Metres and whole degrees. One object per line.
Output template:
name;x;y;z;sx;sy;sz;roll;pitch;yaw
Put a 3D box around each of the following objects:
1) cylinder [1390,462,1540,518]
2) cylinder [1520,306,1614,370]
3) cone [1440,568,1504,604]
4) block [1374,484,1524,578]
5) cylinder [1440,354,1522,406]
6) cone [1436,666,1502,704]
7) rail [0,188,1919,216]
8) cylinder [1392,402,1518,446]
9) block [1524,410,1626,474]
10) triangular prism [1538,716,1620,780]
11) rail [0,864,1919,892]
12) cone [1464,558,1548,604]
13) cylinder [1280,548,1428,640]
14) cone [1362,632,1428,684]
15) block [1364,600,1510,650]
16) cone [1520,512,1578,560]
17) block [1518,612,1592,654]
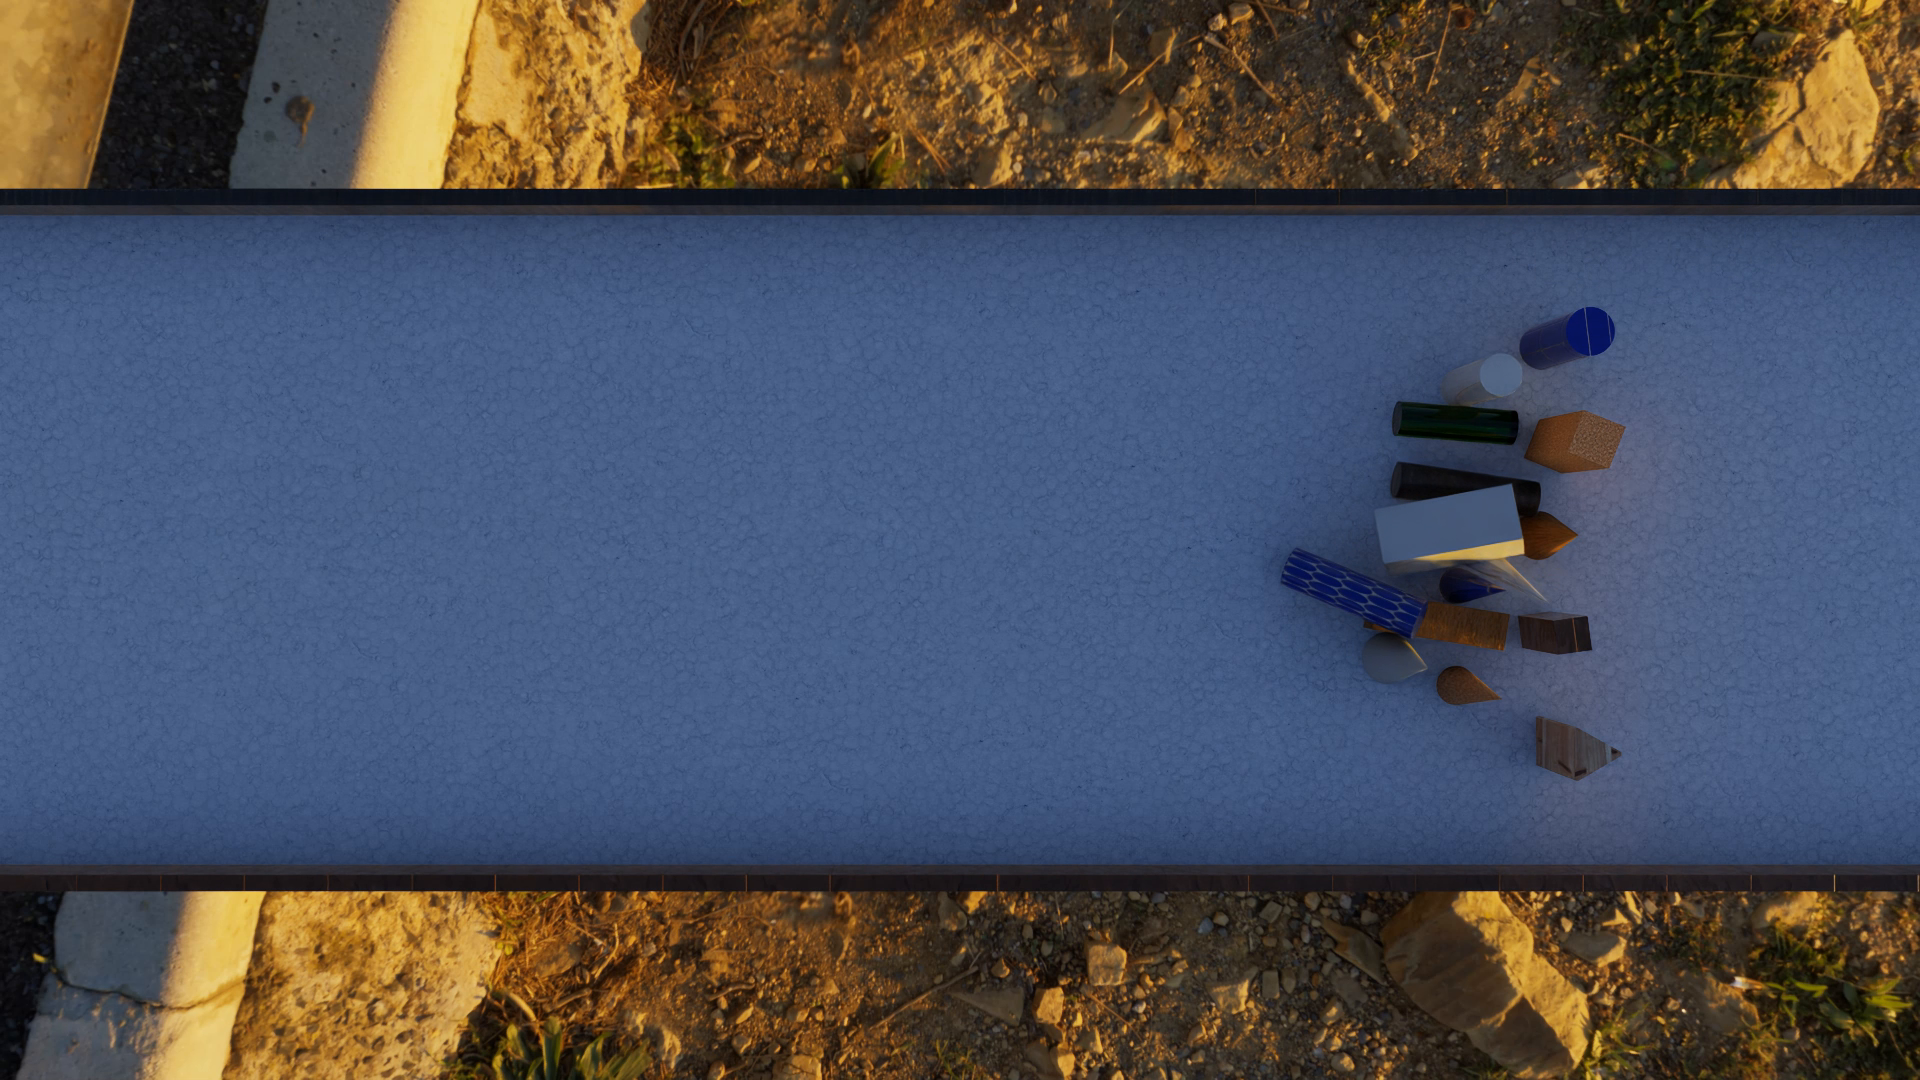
cylinder;1.538;-0.154;5.022;0.424;0.109;0.109;8;90;0
cylinder;1.791;-0.593;4.881;0.139;0.391;0.139;0;90;0
cone;1.532;0.141;4.849;0.113;0.456;0.113;0;90;0
block;1.458;-0.025;4.916;0.397;0.170;0.170;-11;71;17
cylinder;1.541;-0.469;4.887;0.123;0.378;0.123;0;89;0
cone;1.527;0.448;4.860;0.121;0.432;0.121;0;90;0
rail;-2.247;-1.025;5.002;12.000;0.150;0.050;0;90;0
cylinder;1.507;-0.356;5.023;0.354;0.107;0.107;5;90;0
block;1.818;-0.288;4.893;0.128;0.368;0.128;22;90;0
triangular prism;1.810;0.599;4.917;0.153;0.318;0.132;-31;90;0
rail;-2.247;1.025;5.001;12.000;0.150;0.050;0;90;0
cone;1.638;0.103;4.939;0.113;0.113;0.319;-48;55;0
cylinder;1.177;0.158;4.934;0.418;0.123;0.123;24;90;24
cone;1.317;0.361;4.857;0.160;0.438;0.160;0;90;0
block;1.448;0.246;5.021;0.401;0.112;0.112;9;90;0
cone;1.780;-0.014;4.911;0.150;0.330;0.150;0;90;0
block;1.773;0.276;4.924;0.100;0.304;0.100;-8;90;0
